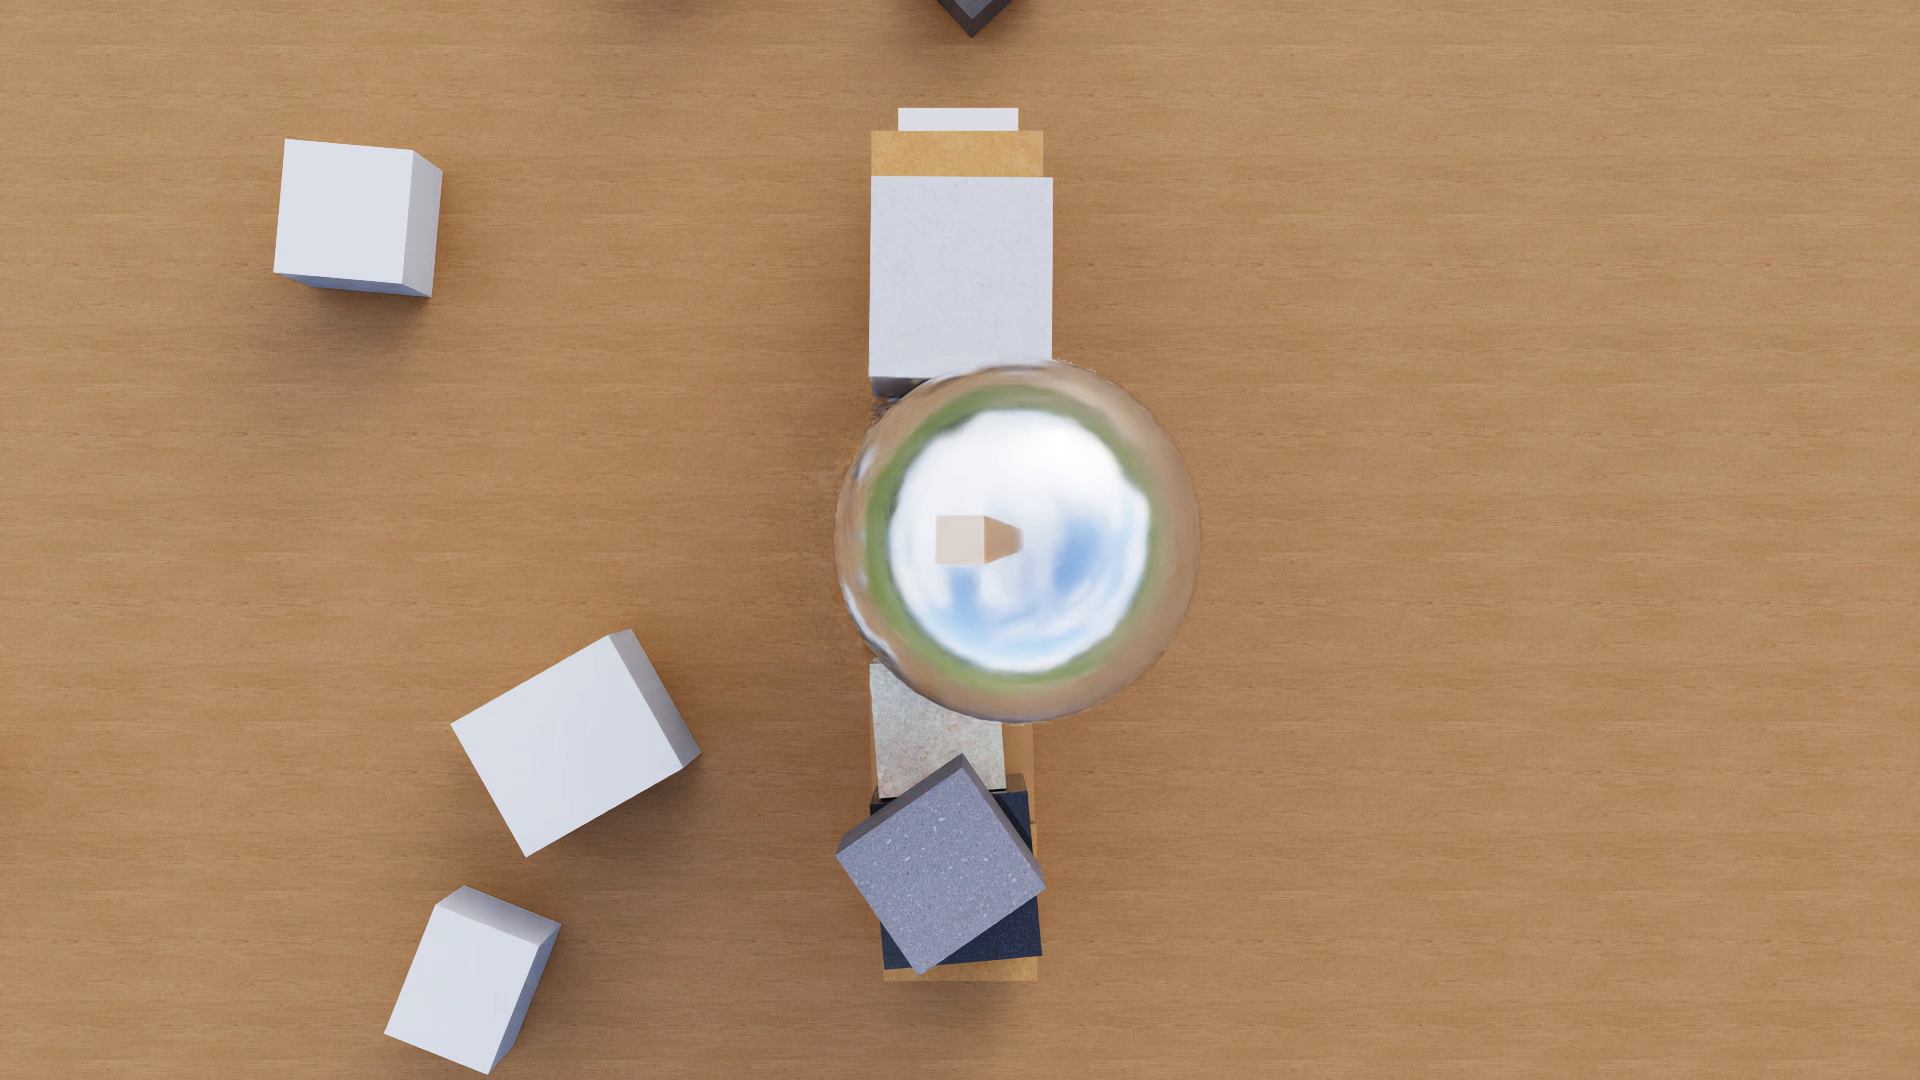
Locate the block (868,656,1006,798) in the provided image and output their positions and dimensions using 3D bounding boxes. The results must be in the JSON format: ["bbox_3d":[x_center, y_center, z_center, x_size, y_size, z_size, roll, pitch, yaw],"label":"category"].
[{"bbox_3d":[-0.116,0.963,11.722,0.658,0.736,0.693,-5,90,0],"label":"block"}]

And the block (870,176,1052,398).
[{"bbox_3d":[0.006,-1.241,10.985,0.878,0.780,0.977,1,86,0],"label":"block"}]

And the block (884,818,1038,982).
[{"bbox_3d":[0.001,1.991,12.533,0.844,0.934,0.857,0,90,0],"label":"block"}]

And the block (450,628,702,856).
[{"bbox_3d":[-2.169,1.137,12.566,0.999,0.867,0.844,-30,90,0],"label":"block"}]

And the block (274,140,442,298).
[{"bbox_3d":[-3.450,-1.839,12.653,0.720,0.695,0.748,5,90,0],"label":"block"}]

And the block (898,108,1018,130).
[{"bbox_3d":[-0.009,-2.081,12.658,0.670,0.684,0.675,0,90,0],"label":"block"}]

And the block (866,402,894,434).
[{"bbox_3d":[-0.032,-0.211,10.924,0.817,0.963,0.810,0,102,0],"label":"block"}]

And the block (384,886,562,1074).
[{"bbox_3d":[-2.786,2.514,12.647,0.624,0.706,0.774,22,90,0],"label":"block"}]

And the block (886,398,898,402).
[{"bbox_3d":[0.015,-0.789,11.805,0.789,0.870,0.733,0,90,0],"label":"block"}]

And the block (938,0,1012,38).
[{"bbox_3d":[0.088,-3.354,12.766,0.554,0.468,0.545,-43,90,0],"label":"block"}]

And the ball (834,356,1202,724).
[{"bbox_3d":[0.249,0.000,9.572,1.600,1.600,1.600,0,90,0],"label":"ball"}]

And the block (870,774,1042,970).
[{"bbox_3d":[-0.021,1.736,11.640,0.809,0.851,0.846,-5,90,0],"label":"block"}]

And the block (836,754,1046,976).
[{"bbox_3d":[-0.092,1.582,10.850,0.739,0.729,0.702,-35,90,0],"label":"block"}]

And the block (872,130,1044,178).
[{"bbox_3d":[-0.014,-1.645,11.861,0.892,0.906,0.958,0,90,0],"label":"block"}]

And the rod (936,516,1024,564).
[{"bbox_3d":[0.108,0.000,6.175,0.080,5.200,0.080,0,90,2],"label":"rod"}]

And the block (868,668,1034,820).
[{"bbox_3d":[-0.045,1.118,12.545,0.893,0.910,0.869,-1,90,0],"label":"block"}]
